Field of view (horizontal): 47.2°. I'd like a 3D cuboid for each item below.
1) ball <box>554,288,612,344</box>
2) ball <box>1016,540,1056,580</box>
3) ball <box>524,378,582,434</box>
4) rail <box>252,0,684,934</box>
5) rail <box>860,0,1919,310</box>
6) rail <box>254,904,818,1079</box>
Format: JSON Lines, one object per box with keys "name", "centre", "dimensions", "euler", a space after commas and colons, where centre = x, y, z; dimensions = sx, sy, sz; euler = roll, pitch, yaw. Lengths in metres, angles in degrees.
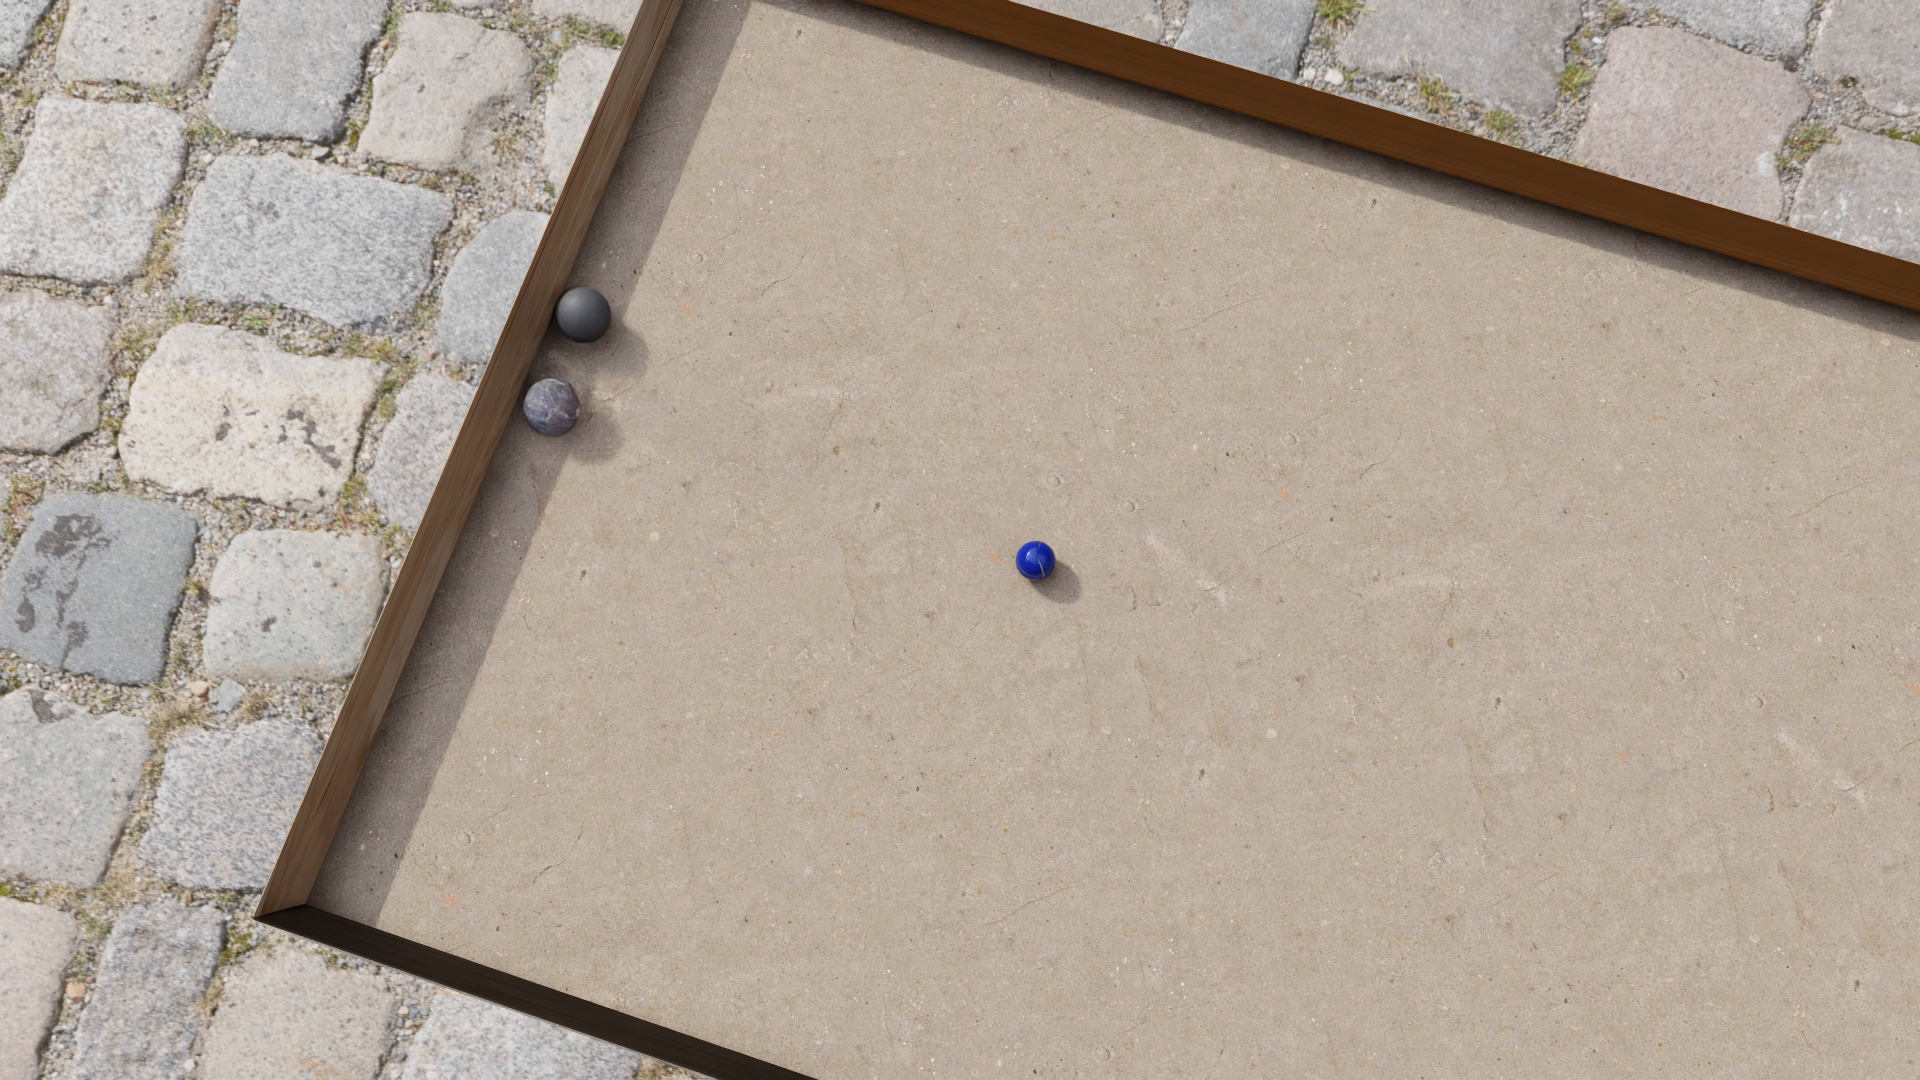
{"name": "ball", "centre": [-0.599, -0.357, 3.495], "dimensions": [0.089, 0.089, 0.089], "euler": [0, 72, 0]}
{"name": "ball", "centre": [0.116, 0.032, 3.386], "dimensions": [0.062, 0.062, 0.062], "euler": [0, 72, 0]}
{"name": "ball", "centre": [-0.639, -0.210, 3.448], "dimensions": [0.089, 0.089, 0.089], "euler": [0, 72, 0]}
{"name": "rail", "centre": [-0.713, -0.231, 3.440], "dimensions": [0.045, 0.115, 1.758], "euler": [17, 73, 5]}
{"name": "rail", "centre": [1.004, -0.549, 3.541], "dimensions": [3.098, 0.115, 0.045], "euler": [17, 73, 5]}
{"name": "rail", "centre": [0.467, 1.000, 3.051], "dimensions": [3.098, 0.115, 0.045], "euler": [17, 73, 5]}
